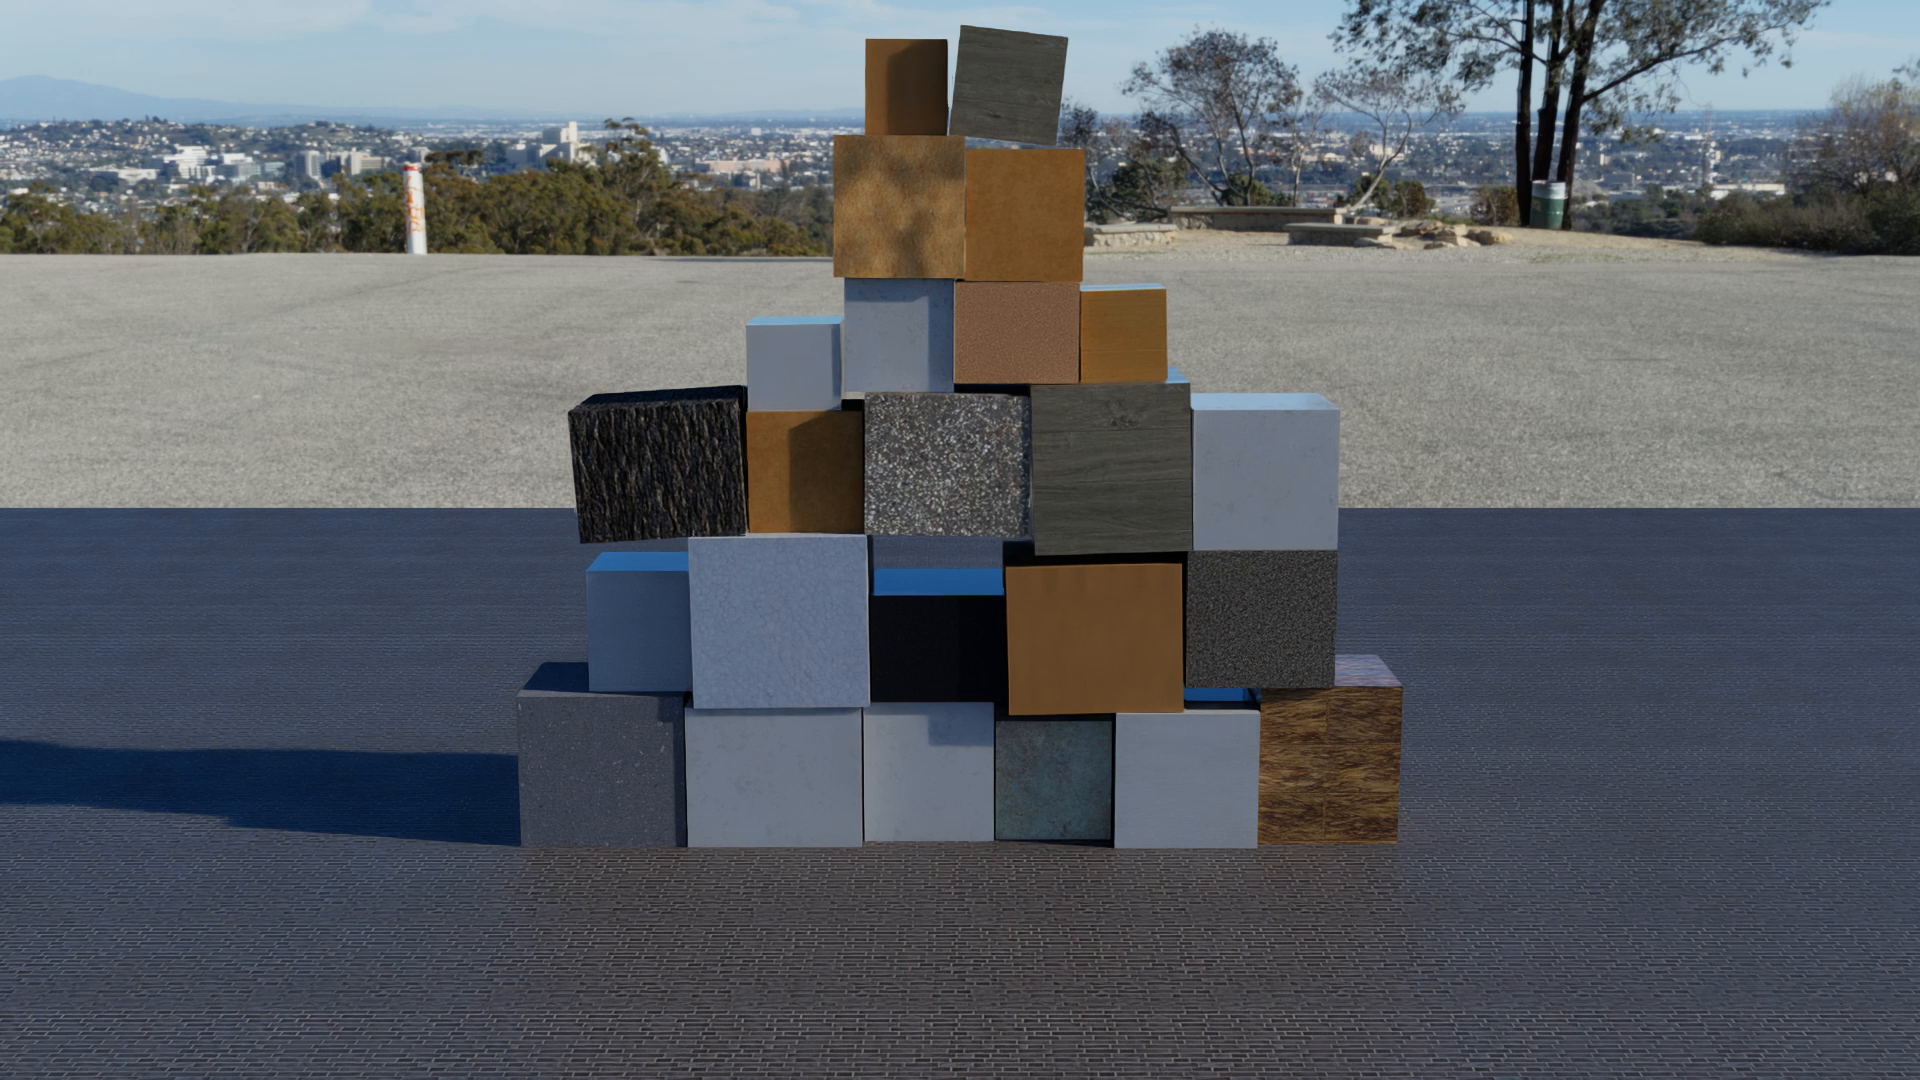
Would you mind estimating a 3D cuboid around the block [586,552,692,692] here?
[{"bbox_3d":[-1.595,0.412,11.237,0.532,0.617,0.506,0,10,0],"label":"block"}]

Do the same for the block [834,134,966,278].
[{"bbox_3d":[-0.293,-1.659,10.895,0.631,0.679,0.631,1,10,0],"label":"block"}]

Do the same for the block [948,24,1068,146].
[{"bbox_3d":[0.232,-2.217,10.761,0.519,0.517,0.451,6,10,-1],"label":"block"}]

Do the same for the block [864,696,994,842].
[{"bbox_3d":[-0.157,1.110,11.400,0.655,0.735,0.627,0,10,0],"label":"block"}]

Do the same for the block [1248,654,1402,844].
[{"bbox_3d":[1.856,1.072,11.379,0.707,0.820,0.687,0,10,0],"label":"block"}]

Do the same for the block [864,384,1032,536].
[{"bbox_3d":[-0.062,-0.424,11.091,0.808,0.692,0.707,1,10,0],"label":"block"}]

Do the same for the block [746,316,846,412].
[{"bbox_3d":[-0.816,-0.888,11.029,0.460,0.426,0.484,-1,10,0],"label":"block"}]

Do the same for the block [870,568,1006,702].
[{"bbox_3d":[-0.106,0.481,11.285,0.672,0.545,0.692,0,10,0],"label":"block"}]

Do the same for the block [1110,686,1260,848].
[{"bbox_3d":[1.135,1.136,11.378,0.716,0.695,0.799,0,10,0],"label":"block"}]

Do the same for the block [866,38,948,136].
[{"bbox_3d":[-0.259,-2.218,10.797,0.395,0.457,0.390,1,10,0],"label":"block"}]

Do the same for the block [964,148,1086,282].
[{"bbox_3d":[0.311,-1.616,10.905,0.577,0.633,0.575,0,10,0],"label":"block"}]

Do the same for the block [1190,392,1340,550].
[{"bbox_3d":[1.499,-0.357,11.127,0.714,0.693,0.716,0,10,0],"label":"block"}]

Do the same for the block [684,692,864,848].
[{"bbox_3d":[-0.932,1.117,11.390,0.874,0.725,0.805,0,10,0],"label":"block"}]

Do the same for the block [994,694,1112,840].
[{"bbox_3d":[0.474,1.169,11.407,0.585,0.619,0.554,0,10,0],"label":"block"}]

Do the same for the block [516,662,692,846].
[{"bbox_3d":[-1.794,1.096,11.367,0.831,0.776,0.737,0,10,0],"label":"block"}]

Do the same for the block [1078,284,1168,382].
[{"bbox_3d":[0.801,-1.037,10.976,0.424,0.449,0.433,-2,10,0],"label":"block"}]

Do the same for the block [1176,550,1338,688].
[{"bbox_3d":[1.490,0.330,11.225,0.738,0.694,0.725,0,10,0],"label":"block"}]

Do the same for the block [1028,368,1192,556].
[{"bbox_3d":[0.744,-0.410,11.111,0.773,0.829,0.764,-2,10,0],"label":"block"}]

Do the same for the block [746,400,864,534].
[{"bbox_3d":[-0.760,-0.379,11.092,0.572,0.599,0.531,-1,10,0],"label":"block"}]

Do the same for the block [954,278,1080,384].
[{"bbox_3d":[0.279,-1.053,10.969,0.607,0.495,0.511,0,10,0],"label":"block"}]

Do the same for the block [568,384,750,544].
[{"bbox_3d":[-1.479,-0.396,11.126,0.818,0.650,0.785,-4,10,1],"label":"block"}]

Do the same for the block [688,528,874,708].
[{"bbox_3d":[-0.890,0.336,11.238,0.872,0.858,0.836,-1,10,0],"label":"block"}]

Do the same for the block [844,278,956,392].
[{"bbox_3d":[-0.296,-1.045,10.982,0.538,0.561,0.472,1,10,0],"label":"block"}]

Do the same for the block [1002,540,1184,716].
[{"bbox_3d":[0.669,0.428,11.256,0.868,0.747,0.762,-2,10,0],"label":"block"}]
